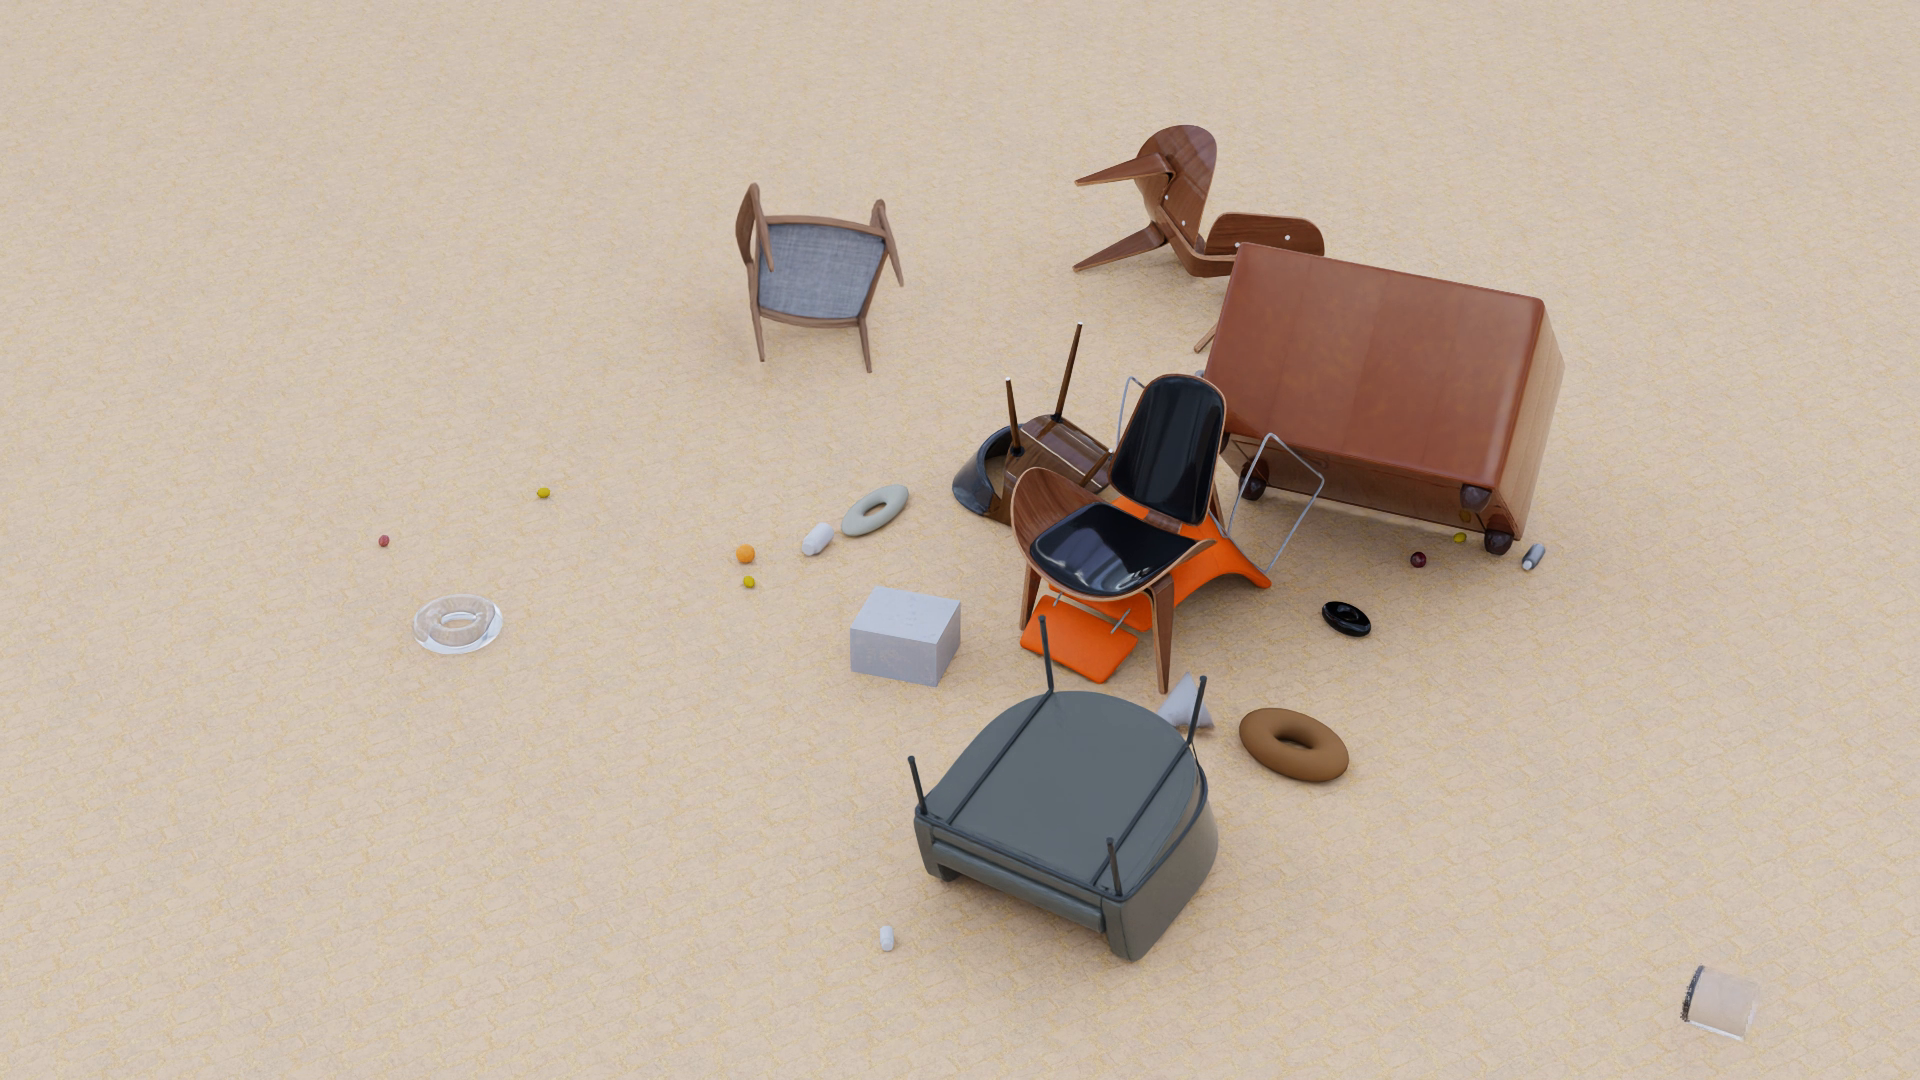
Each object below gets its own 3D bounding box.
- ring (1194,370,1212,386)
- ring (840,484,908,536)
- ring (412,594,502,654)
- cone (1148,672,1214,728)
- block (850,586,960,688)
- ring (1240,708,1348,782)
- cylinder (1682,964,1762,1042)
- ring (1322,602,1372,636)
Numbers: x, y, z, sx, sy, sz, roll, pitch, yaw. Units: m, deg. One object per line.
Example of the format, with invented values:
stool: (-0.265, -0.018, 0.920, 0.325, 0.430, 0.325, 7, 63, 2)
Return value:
ring: (0.989, -0.657, 11.913, 0.067, 0.032, 0.111, -8, 35, -15)
ring: (-0.320, -0.114, 11.074, 0.168, 0.048, 0.387, 19, 38, 27)
ring: (-1.786, 0.297, 10.419, 0.324, 0.084, 0.328, -10, 34, -14)
cone: (0.730, 0.586, 9.981, 0.205, 0.175, 0.275, -26, 30, 3)
block: (-0.190, 0.336, 10.266, 0.315, 0.185, 0.275, 10, 35, 15)
ring: (1.117, 0.684, 9.814, 0.413, 0.104, 0.266, 27, 43, 33)
cylinder: (2.258, 1.371, 8.689, 0.179, 0.177, 0.226, 16, 4, 23)
ring: (1.379, 0.282, 10.467, 0.125, 0.056, 0.217, -25, 40, -30)
